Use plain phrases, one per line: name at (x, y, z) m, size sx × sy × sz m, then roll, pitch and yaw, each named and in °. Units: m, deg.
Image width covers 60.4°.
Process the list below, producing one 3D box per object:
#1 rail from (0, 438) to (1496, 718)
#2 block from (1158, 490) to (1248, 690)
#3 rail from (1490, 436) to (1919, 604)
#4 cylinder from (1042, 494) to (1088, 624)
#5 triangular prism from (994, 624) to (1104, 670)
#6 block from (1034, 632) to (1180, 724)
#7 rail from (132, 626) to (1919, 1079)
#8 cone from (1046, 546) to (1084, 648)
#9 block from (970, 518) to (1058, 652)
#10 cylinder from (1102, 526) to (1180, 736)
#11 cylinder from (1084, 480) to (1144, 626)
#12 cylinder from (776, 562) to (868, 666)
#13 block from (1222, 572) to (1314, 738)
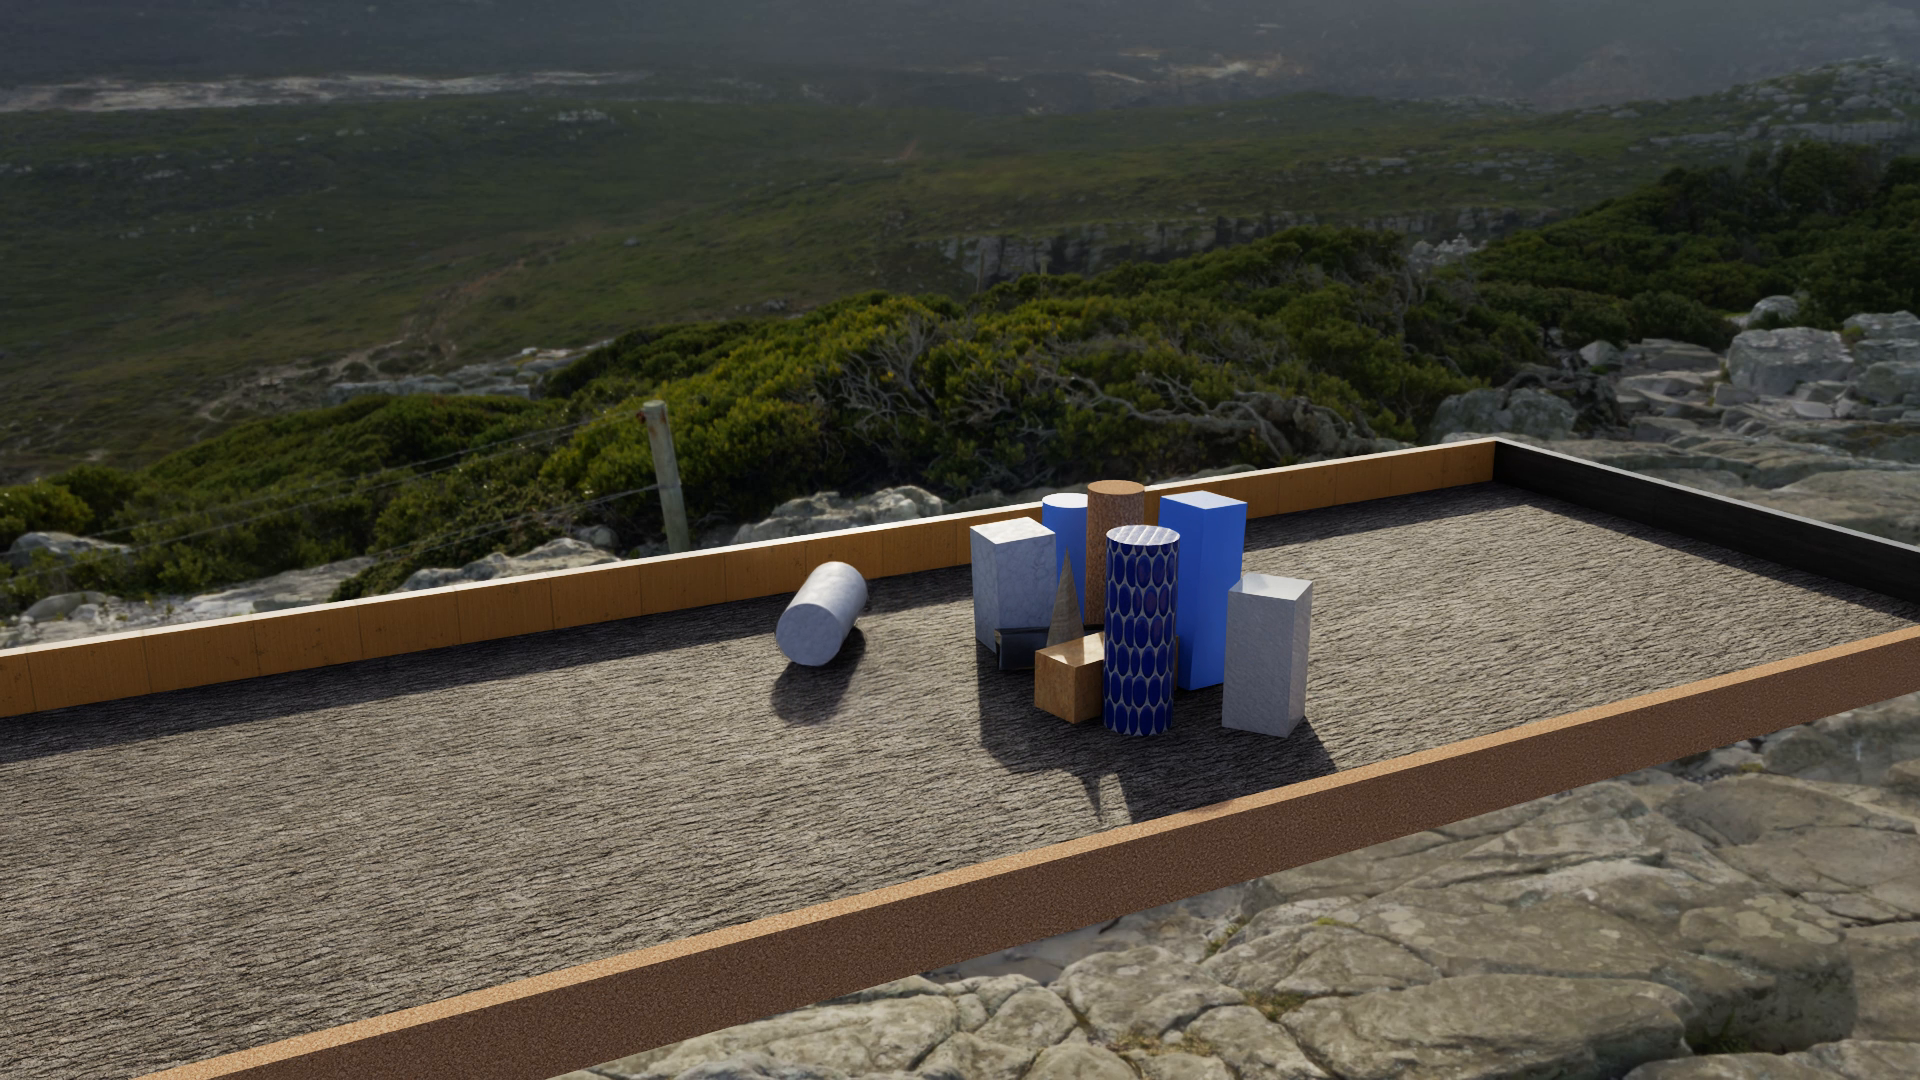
rail at (-3.305, 0.497, 3.399) m, size 12.000 × 0.150 × 0.050 m, roll -9°, pitch 18°, yaw -27°
block at (0.588, 0.123, 4.105) m, size 0.150 × 0.460 × 0.150 m, roll -8°, pitch 18°, yaw -38°
rail at (2.466, -0.048, 5.253) m, size 0.050 × 0.150 × 2.100 m, roll -9°, pitch 18°, yaw -27°
cylinder at (0.304, 0.051, 4.587) m, size 0.154 × 0.335 × 0.154 m, roll 0°, pitch 16°, yaw 0°
triangular prism at (0.290, 0.255, 4.225) m, size 0.385 × 0.112 × 0.097 m, roll -2°, pitch -25°, yaw -7°
block at (0.359, 0.319, 4.019) m, size 0.345 × 0.142 × 0.142 m, roll -13°, pitch 21°, yaw -37°
rail at (-2.336, 1.006, 1.665) m, size 12.000 × 0.150 × 0.050 m, roll -9°, pitch 18°, yaw -27°
cone at (0.265, 0.183, 4.099) m, size 0.140 × 0.355 × 0.140 m, roll -1°, pitch 16°, yaw 0°
block at (0.145, 0.123, 4.368) m, size 0.170 × 0.312 × 0.170 m, roll -10°, pitch 19°, yaw -20°
cylinder at (0.418, 0.209, 3.830) m, size 0.167 × 0.459 × 0.167 m, roll 0°, pitch 16°, yaw 0°
cylinder at (0.406, 0.071, 4.343) m, size 0.149 × 0.434 × 0.149 m, roll 0°, pitch 16°, yaw 0°
cylinder at (-0.363, 0.193, 4.394) m, size 0.172 × 0.172 × 0.362 m, roll 2°, pitch 16°, yaw 7°
block at (0.718, 0.266, 3.855) m, size 0.156 × 0.334 × 0.156 m, roll 8°, pitch 18°, yaw 25°
